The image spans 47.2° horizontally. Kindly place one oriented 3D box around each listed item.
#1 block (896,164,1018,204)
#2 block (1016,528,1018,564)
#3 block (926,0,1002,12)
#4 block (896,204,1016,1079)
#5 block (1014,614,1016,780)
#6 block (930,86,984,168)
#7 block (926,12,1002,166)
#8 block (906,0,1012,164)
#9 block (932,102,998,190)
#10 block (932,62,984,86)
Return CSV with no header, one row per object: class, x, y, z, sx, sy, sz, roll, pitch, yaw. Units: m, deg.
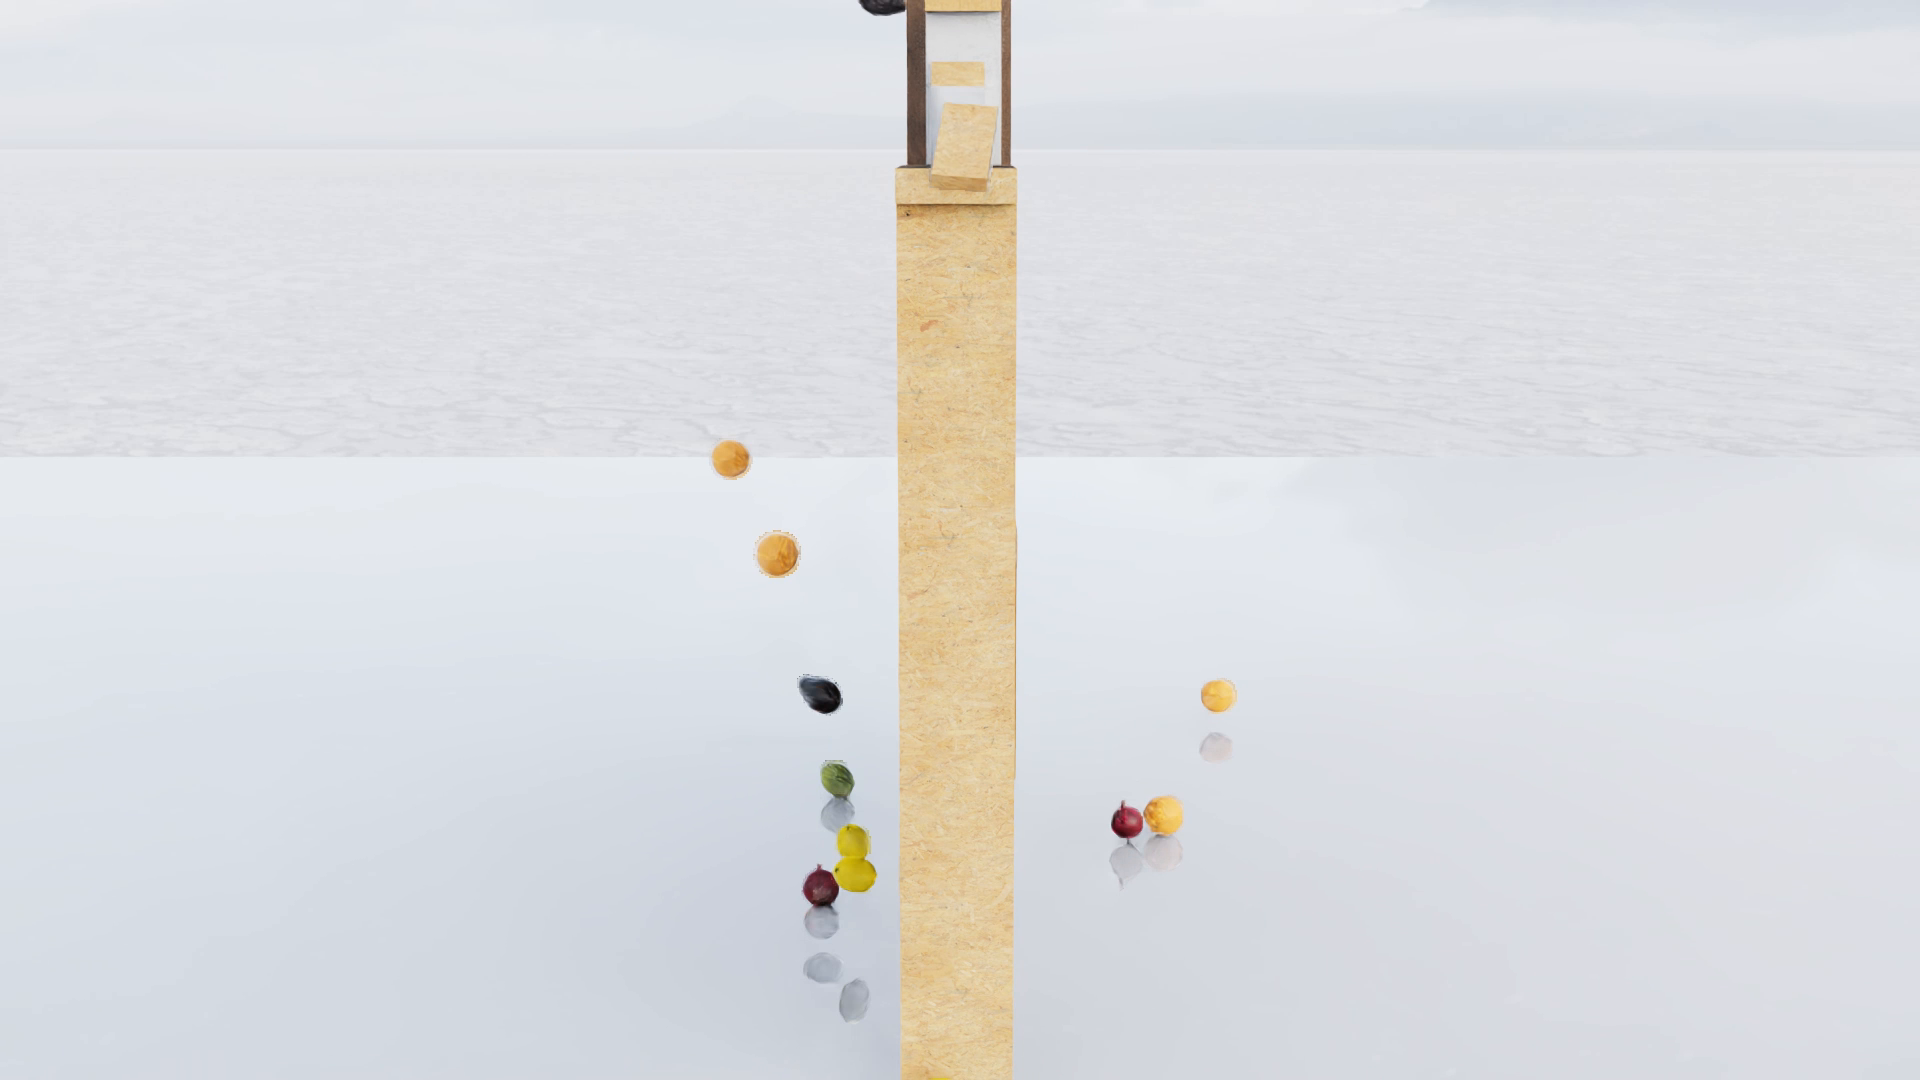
block,-0.004,-0.452,2.789,0.147,0.042,0.293,0,11,0
block,0.000,-0.018,3.453,0.171,0.049,0.343,0,11,0
block,0.004,-0.690,2.832,0.095,0.027,0.190,0,10,0
block,-0.004,0.159,2.802,0.147,1.165,0.042,0,10,0
block,0.000,0.195,3.376,0.171,0.343,0.049,0,11,0
block,-0.003,-0.507,2.696,0.066,0.019,0.132,0,51,0
block,0.004,-0.571,2.789,0.095,0.190,0.027,0,5,0
block,-0.002,-0.630,2.983,0.141,0.282,0.040,0,10,0
block,0.006,-0.474,2.645,0.066,0.019,0.132,5,51,4
block,-0.003,-0.533,2.752,0.066,0.132,0.019,0,-11,0
